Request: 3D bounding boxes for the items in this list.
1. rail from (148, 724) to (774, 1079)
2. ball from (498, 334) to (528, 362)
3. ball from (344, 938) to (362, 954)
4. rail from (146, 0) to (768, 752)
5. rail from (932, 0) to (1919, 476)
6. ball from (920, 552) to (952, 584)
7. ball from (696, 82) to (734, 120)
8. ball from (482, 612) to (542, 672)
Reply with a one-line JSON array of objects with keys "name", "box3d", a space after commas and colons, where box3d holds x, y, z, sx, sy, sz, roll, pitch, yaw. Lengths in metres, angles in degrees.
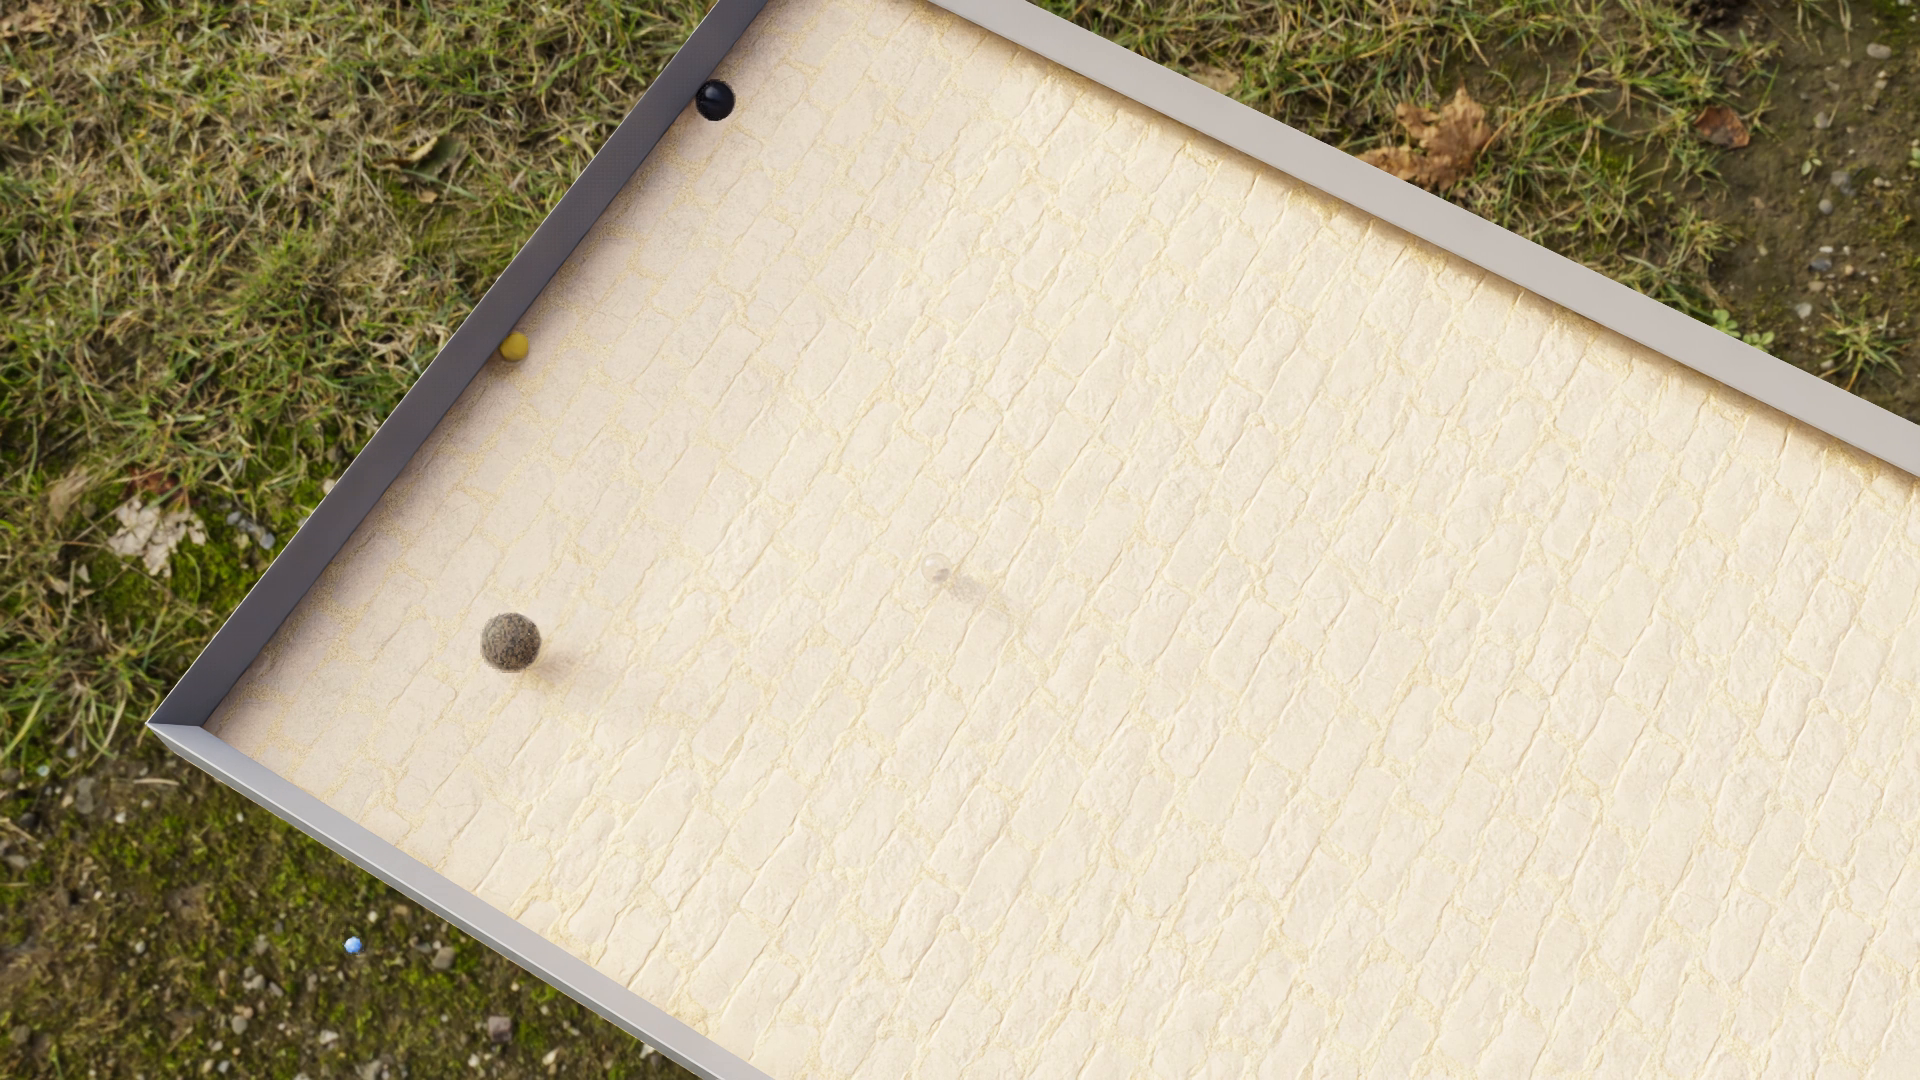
[{"name": "rail", "box3d": [0.299, 1.107, 3.020, 3.543, 0.121, 0.045, 28, 69, 12]}, {"name": "ball", "box3d": [-0.755, -0.325, 3.717, 0.049, 0.049, 0.049, 0, 65, 0]}, {"name": "ball", "box3d": [-3.257, 2.176, 11.801, 0.086, 0.086, 0.086, 0, 65, 0]}, {"name": "rail", "box3d": [-0.741, -0.412, 3.716, 0.045, 0.121, 1.860, 28, 69, 12]}, {"name": "rail", "box3d": [1.224, -0.309, 3.669, 3.543, 0.121, 0.045, 28, 69, 12]}, {"name": "ball", "box3d": [-0.038, 0.045, 3.547, 0.051, 0.051, 0.051, 0, 65, 0]}, {"name": "ball", "box3d": [-0.436, -0.782, 3.915, 0.069, 0.069, 0.069, 0, 65, 0]}, {"name": "ball", "box3d": [-0.708, 0.161, 3.470, 0.093, 0.093, 0.093, 0, 65, 0]}]
